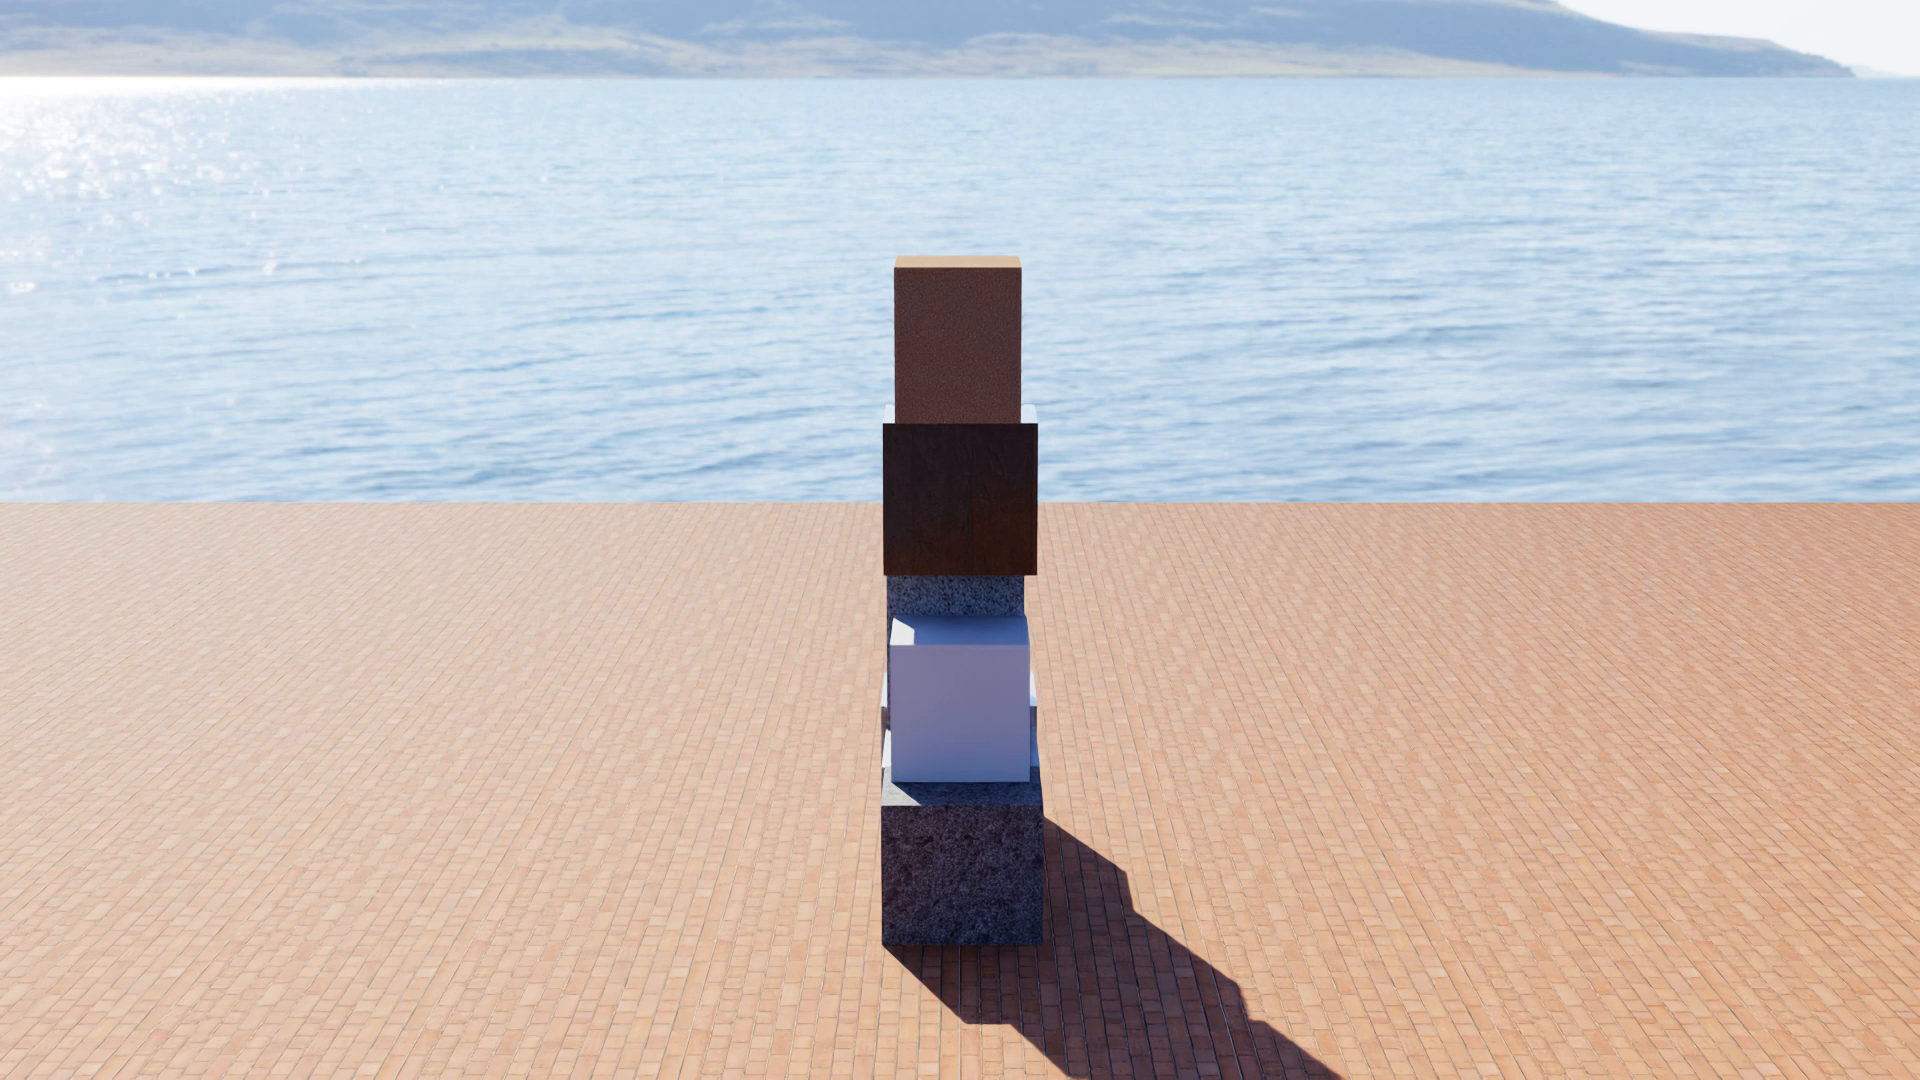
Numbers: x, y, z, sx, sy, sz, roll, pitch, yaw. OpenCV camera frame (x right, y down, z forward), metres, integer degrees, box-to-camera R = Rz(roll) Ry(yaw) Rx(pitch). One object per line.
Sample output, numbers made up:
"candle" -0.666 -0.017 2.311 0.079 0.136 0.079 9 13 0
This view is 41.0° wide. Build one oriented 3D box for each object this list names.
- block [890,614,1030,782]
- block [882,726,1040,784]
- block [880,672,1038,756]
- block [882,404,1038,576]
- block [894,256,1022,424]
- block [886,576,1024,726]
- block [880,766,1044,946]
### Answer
"block" 0.001 0.668 10.963 0.579 0.584 0.625 0 10 0
"block" 0.004 1.195 11.360 0.677 0.584 0.705 0 10 0
"block" -0.004 1.026 12.037 0.710 0.675 0.668 0 10 0
"block" 0.001 -0.224 11.127 0.655 0.655 0.563 0 11 0
"block" -0.009 -0.867 11.002 0.532 0.655 0.605 0 11 0
"block" -0.020 0.396 11.571 0.603 0.731 0.660 0 11 0
"block" 0.009 1.310 10.711 0.658 0.591 0.593 0 10 0
